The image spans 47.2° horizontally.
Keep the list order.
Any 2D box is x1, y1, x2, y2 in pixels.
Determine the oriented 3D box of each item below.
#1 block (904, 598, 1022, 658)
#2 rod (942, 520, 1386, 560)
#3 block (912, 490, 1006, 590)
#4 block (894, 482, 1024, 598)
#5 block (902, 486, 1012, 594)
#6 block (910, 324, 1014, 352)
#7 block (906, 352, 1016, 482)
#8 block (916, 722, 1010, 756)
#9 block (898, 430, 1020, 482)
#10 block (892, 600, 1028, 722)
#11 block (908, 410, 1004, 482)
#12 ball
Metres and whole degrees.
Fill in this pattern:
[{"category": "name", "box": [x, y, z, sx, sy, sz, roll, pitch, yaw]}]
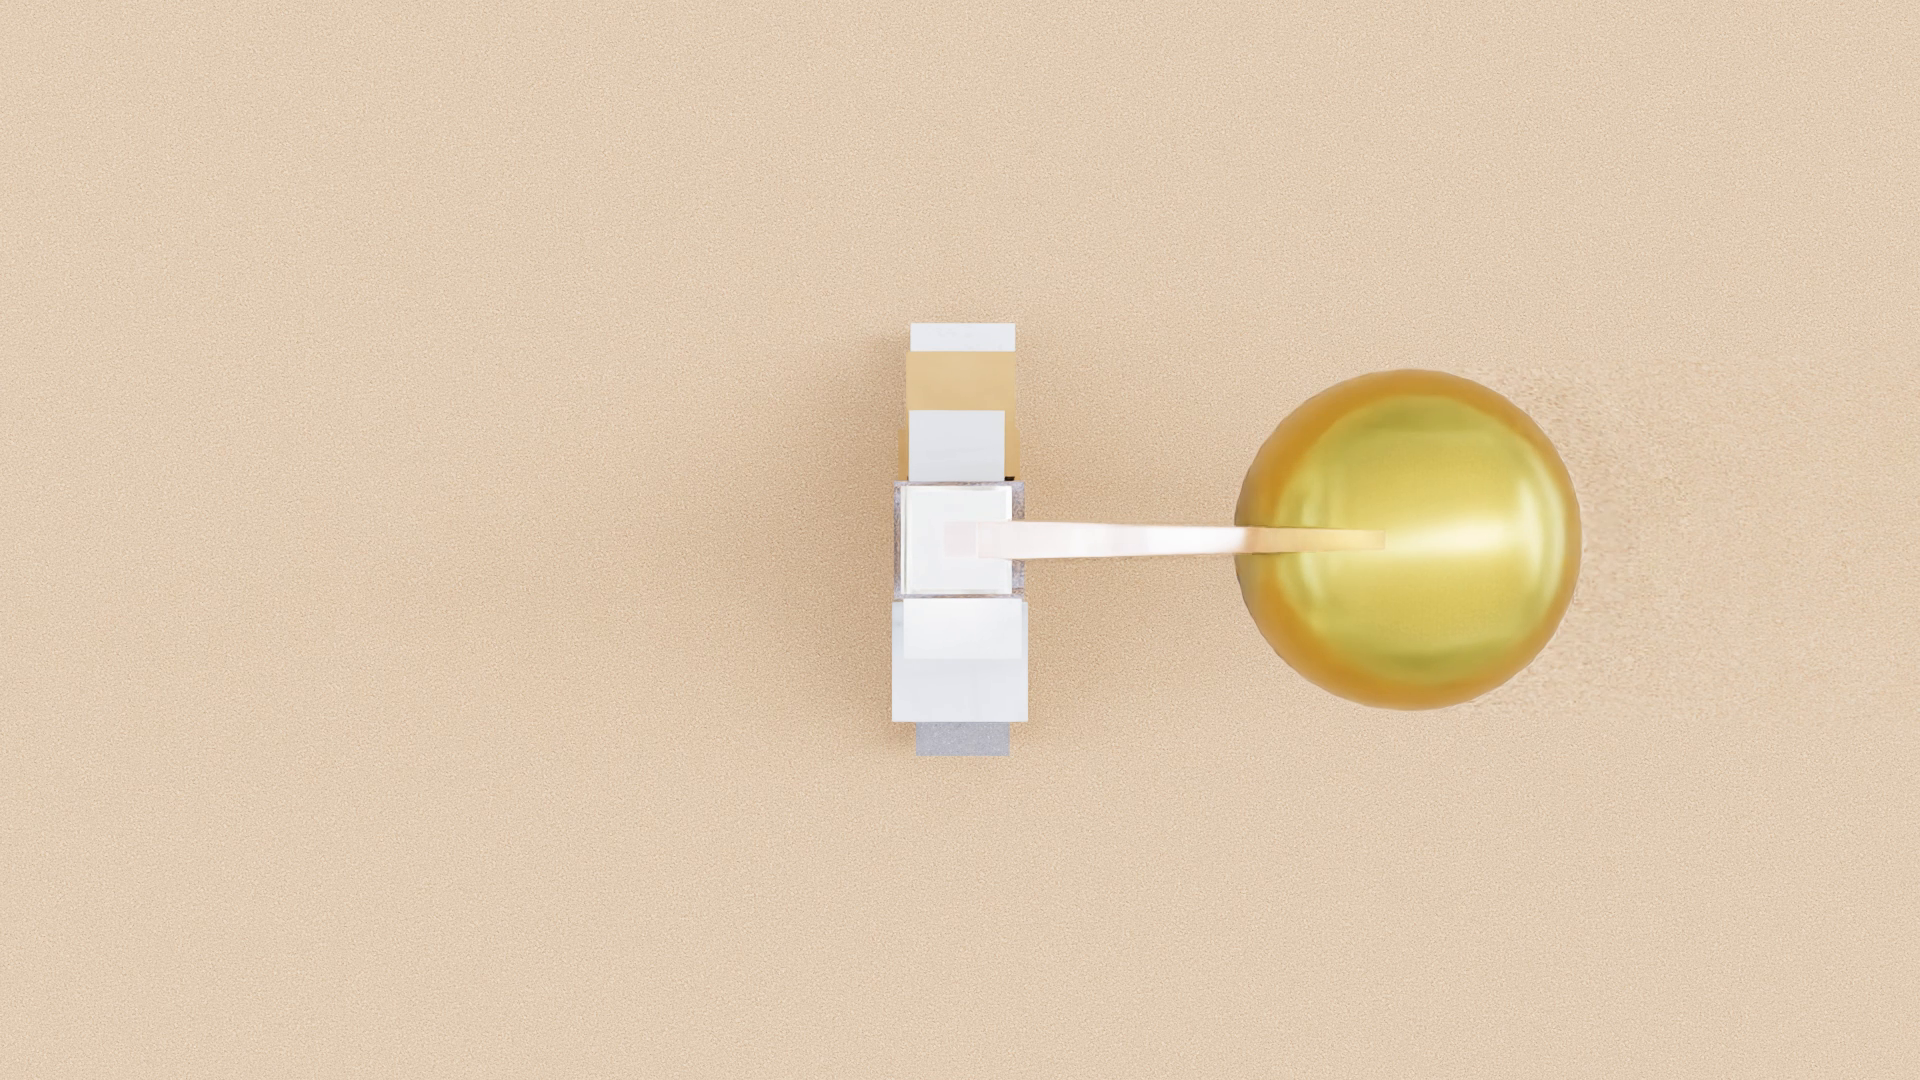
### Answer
[{"category": "block", "box": [0.014, 0.256, 11.293, 0.587, 0.684, 0.671, 0, 90, 0]}, {"category": "rod", "box": [0.899, 0.000, 7.058, 0.080, 5.200, 0.080, 0, 90, 20]}, {"category": "block", "box": [-0.002, 0.000, 9.234, 0.386, 0.406, 0.403, 0, 90, 0]}, {"category": "block", "box": [-0.004, 0.000, 10.649, 0.616, 0.606, 0.554, 0, 90, 0]}, {"category": "block", "box": [-0.016, 0.000, 9.710, 0.474, 0.546, 0.464, 0, 90, 0]}, {"category": "block", "box": [0.016, -0.922, 12.682, 0.586, 0.636, 0.592, 0, 90, 0]}, {"category": "block", "box": [0.004, -0.651, 11.955, 0.577, 0.580, 0.669, 0, 86, 0]}, {"category": "block", "box": [0.015, 0.959, 12.705, 0.529, 0.589, 0.518, 0, 90, 0]}, {"category": "block", "box": [-0.005, -0.286, 12.622, 0.676, 0.757, 0.661, 0, 90, 0]}, {"category": "block", "box": [0.000, 0.648, 12.004, 0.722, 0.605, 0.635, 0, 90, 0]}, {"category": "block", "box": [-0.015, -0.383, 11.367, 0.481, 0.549, 0.502, 0, 86, 0]}, {"category": "ball", "box": [2.074, 0.000, 10.249, 1.600, 1.600, 1.600, 0, 90, 0]}]
